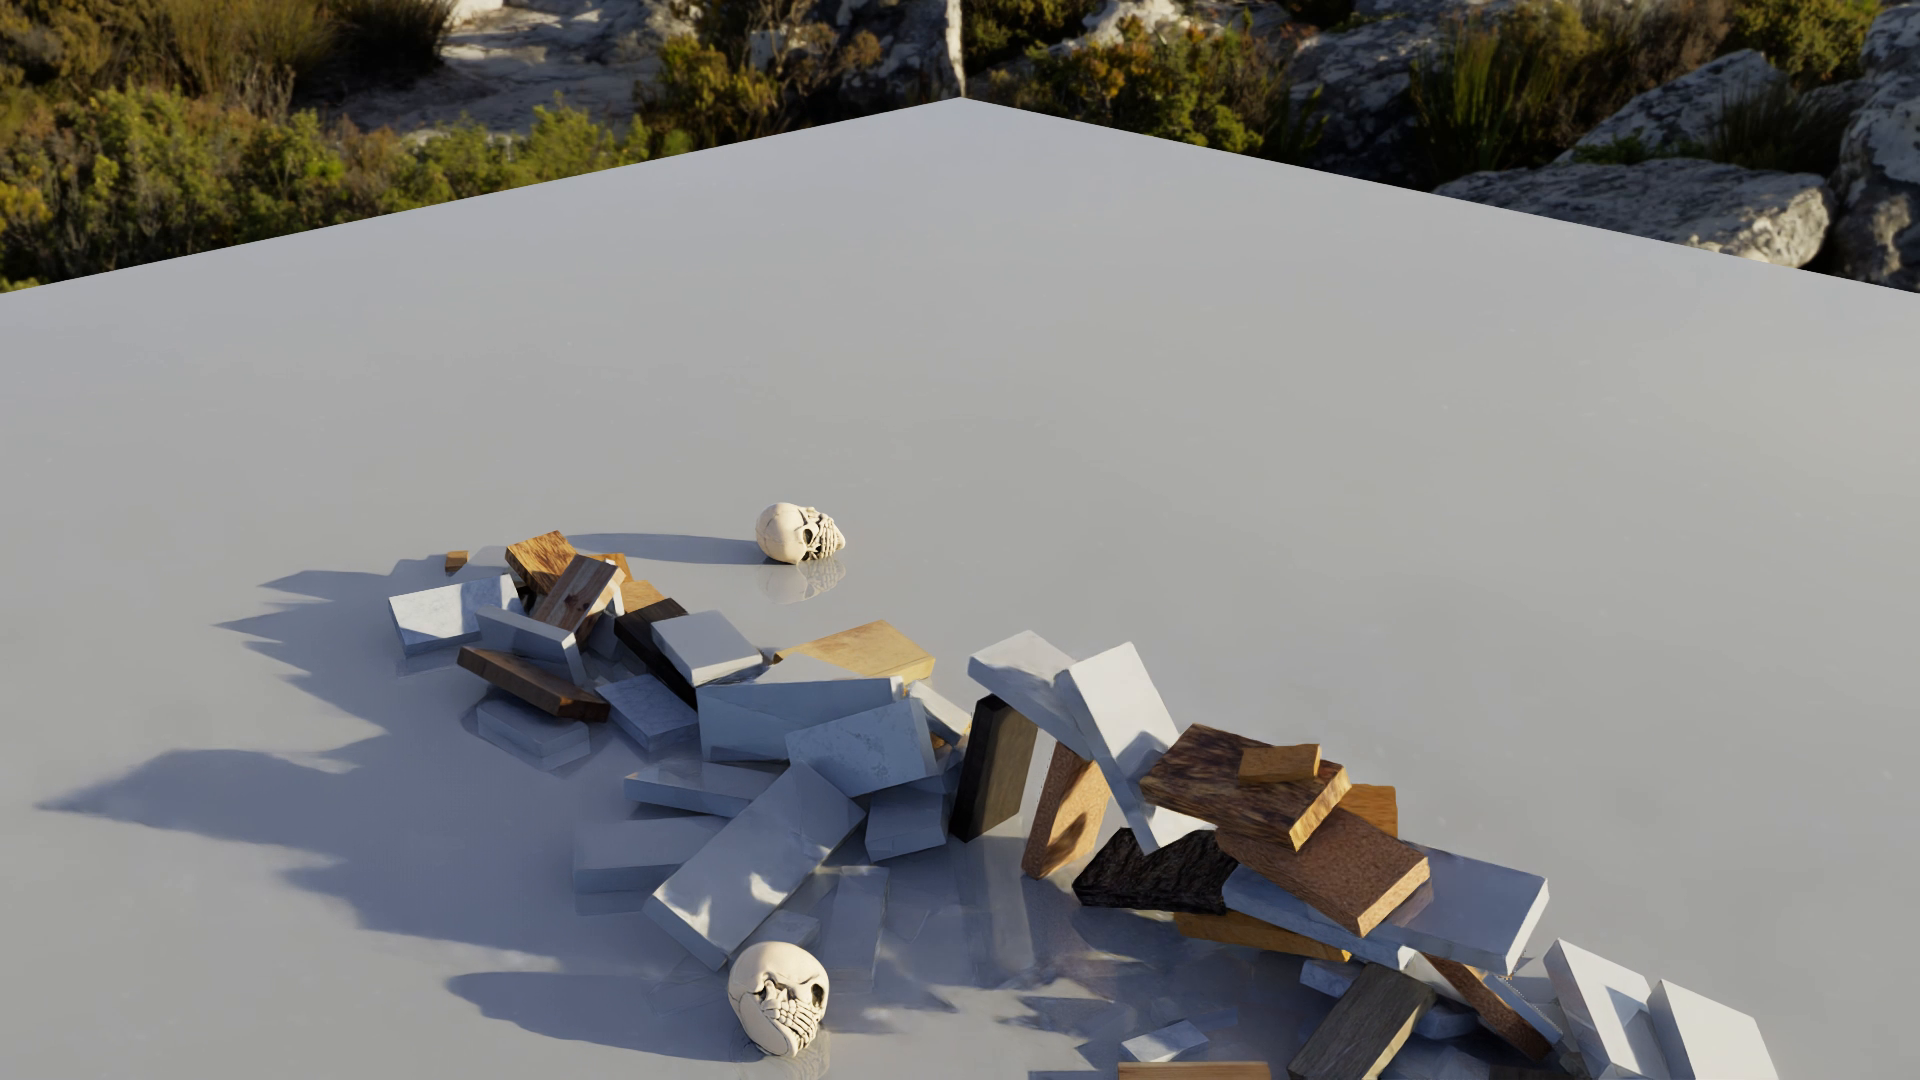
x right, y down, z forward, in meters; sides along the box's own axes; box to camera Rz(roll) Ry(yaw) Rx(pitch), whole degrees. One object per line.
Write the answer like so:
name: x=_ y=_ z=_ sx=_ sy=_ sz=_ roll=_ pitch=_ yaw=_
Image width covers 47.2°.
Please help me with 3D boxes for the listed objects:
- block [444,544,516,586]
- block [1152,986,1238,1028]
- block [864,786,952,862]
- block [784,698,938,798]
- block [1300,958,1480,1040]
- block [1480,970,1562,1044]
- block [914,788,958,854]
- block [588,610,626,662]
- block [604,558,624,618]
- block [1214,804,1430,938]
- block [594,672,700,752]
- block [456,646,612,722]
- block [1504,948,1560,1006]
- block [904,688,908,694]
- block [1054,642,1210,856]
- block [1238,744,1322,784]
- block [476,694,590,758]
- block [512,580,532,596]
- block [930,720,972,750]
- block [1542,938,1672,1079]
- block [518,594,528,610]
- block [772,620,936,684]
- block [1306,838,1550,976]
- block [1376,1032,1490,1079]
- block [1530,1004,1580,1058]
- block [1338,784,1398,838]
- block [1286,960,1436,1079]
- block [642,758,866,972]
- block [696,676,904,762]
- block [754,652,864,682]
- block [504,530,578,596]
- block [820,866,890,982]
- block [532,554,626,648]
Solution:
block: x=-1.196 y=0.111 z=5.421 sx=0.121 sy=0.034 sz=0.376 roll=3 pitch=26 yaw=15
block: x=0.408 y=0.813 z=3.821 sx=0.135 sy=0.019 sz=0.068 roll=-8 pitch=24 yaw=-18
block: x=-0.099 y=0.531 z=4.377 sx=0.152 sy=0.043 sz=0.304 roll=-15 pitch=19 yaw=8
block: x=-0.199 y=0.428 z=4.390 sx=0.312 sy=0.156 sz=0.044 roll=-18 pitch=-9 yaw=30
block: x=0.737 y=0.784 z=3.781 sx=0.274 sy=0.039 sz=0.137 roll=17 pitch=7 yaw=42
block: x=0.923 y=0.768 z=3.624 sx=0.150 sy=0.021 sz=0.075 roll=41 pitch=2 yaw=12
block: x=-0.005 y=0.528 z=4.427 sx=0.070 sy=0.020 sz=0.325 roll=20 pitch=39 yaw=38
block: x=-0.837 y=0.213 z=5.145 sx=0.025 sy=0.088 sz=0.176 roll=16 pitch=7 yaw=-43
block: x=-0.842 y=0.140 z=5.221 sx=0.025 sy=0.088 sz=0.176 roll=21 pitch=38 yaw=-39
block: x=0.611 y=0.530 z=3.730 sx=0.168 sy=0.048 sz=0.336 roll=-37 pitch=39 yaw=-22
block: x=-0.681 y=0.376 z=4.824 sx=0.137 sy=0.039 sz=0.274 roll=-14 pitch=27 yaw=-30
block: x=-0.946 y=0.319 z=4.871 sx=0.361 sy=0.041 sz=0.146 roll=21 pitch=4 yaw=38
block: x=1.028 y=0.784 z=3.880 sx=0.090 sy=0.026 sz=0.181 roll=21 pitch=31 yaw=40
block: x=-0.115 y=0.342 z=4.544 sx=0.130 sy=0.018 sz=0.065 roll=35 pitch=38 yaw=1
block: x=0.324 y=0.377 z=4.015 sx=0.168 sy=0.362 sz=0.048 roll=-19 pitch=-12 yaw=-39
block: x=0.552 y=0.386 z=3.796 sx=0.135 sy=0.019 sz=0.068 roll=-7 pitch=36 yaw=25
block: x=-0.929 y=0.397 z=4.780 sx=0.122 sy=0.034 sz=0.243 roll=-21 pitch=31 yaw=-41
block: x=-1.101 y=0.119 z=5.403 sx=0.068 sy=0.019 sz=0.136 roll=5 pitch=6 yaw=12
block: x=-0.052 y=0.391 z=4.463 sx=0.140 sy=0.020 sz=0.070 roll=-28 pitch=41 yaw=-28
block: x=1.104 y=0.816 z=3.680 sx=0.176 sy=0.050 sz=0.353 roll=24 pitch=21 yaw=-10
block: x=-1.079 y=0.157 z=5.334 sx=0.050 sy=0.014 sz=0.101 roll=4 pitch=20 yaw=-5
block: x=-0.238 y=0.280 z=4.931 sx=0.175 sy=0.050 sz=0.350 roll=35 pitch=32 yaw=30
block: x=0.776 y=0.597 z=3.659 sx=0.353 sy=0.050 sz=0.176 roll=12 pitch=46 yaw=34
block: x=0.792 y=0.885 z=3.631 sx=0.124 sy=0.035 sz=0.410 roll=-20 pitch=30 yaw=-39
block: x=1.015 y=0.837 z=3.676 sx=0.075 sy=0.021 sz=0.150 roll=10 pitch=29 yaw=-40
block: x=0.731 y=0.576 z=4.018 sx=0.131 sy=0.037 sz=0.281 roll=5 pitch=53 yaw=4
block: x=0.666 y=0.818 z=3.646 sx=0.124 sy=0.035 sz=0.248 roll=21 pitch=57 yaw=43
block: x=-0.379 y=0.605 z=4.164 sx=0.175 sy=0.050 sz=0.553 roll=38 pitch=32 yaw=7
block: x=-0.329 y=0.368 z=4.522 sx=0.491 sy=0.156 sz=0.044 roll=-5 pitch=1 yaw=31
block: x=-0.265 y=0.327 z=4.615 sx=0.304 sy=0.043 sz=0.152 roll=17 pitch=31 yaw=26
block: x=-0.958 y=0.102 z=5.323 sx=0.146 sy=0.041 sz=0.293 roll=-21 pitch=54 yaw=-39
block: x=-0.191 y=0.705 z=4.066 sx=0.090 sy=0.026 sz=0.344 roll=1 pitch=23 yaw=3
block: x=-0.909 y=0.166 z=5.128 sx=0.137 sy=0.039 sz=0.274 roll=15 pitch=62 yaw=32
